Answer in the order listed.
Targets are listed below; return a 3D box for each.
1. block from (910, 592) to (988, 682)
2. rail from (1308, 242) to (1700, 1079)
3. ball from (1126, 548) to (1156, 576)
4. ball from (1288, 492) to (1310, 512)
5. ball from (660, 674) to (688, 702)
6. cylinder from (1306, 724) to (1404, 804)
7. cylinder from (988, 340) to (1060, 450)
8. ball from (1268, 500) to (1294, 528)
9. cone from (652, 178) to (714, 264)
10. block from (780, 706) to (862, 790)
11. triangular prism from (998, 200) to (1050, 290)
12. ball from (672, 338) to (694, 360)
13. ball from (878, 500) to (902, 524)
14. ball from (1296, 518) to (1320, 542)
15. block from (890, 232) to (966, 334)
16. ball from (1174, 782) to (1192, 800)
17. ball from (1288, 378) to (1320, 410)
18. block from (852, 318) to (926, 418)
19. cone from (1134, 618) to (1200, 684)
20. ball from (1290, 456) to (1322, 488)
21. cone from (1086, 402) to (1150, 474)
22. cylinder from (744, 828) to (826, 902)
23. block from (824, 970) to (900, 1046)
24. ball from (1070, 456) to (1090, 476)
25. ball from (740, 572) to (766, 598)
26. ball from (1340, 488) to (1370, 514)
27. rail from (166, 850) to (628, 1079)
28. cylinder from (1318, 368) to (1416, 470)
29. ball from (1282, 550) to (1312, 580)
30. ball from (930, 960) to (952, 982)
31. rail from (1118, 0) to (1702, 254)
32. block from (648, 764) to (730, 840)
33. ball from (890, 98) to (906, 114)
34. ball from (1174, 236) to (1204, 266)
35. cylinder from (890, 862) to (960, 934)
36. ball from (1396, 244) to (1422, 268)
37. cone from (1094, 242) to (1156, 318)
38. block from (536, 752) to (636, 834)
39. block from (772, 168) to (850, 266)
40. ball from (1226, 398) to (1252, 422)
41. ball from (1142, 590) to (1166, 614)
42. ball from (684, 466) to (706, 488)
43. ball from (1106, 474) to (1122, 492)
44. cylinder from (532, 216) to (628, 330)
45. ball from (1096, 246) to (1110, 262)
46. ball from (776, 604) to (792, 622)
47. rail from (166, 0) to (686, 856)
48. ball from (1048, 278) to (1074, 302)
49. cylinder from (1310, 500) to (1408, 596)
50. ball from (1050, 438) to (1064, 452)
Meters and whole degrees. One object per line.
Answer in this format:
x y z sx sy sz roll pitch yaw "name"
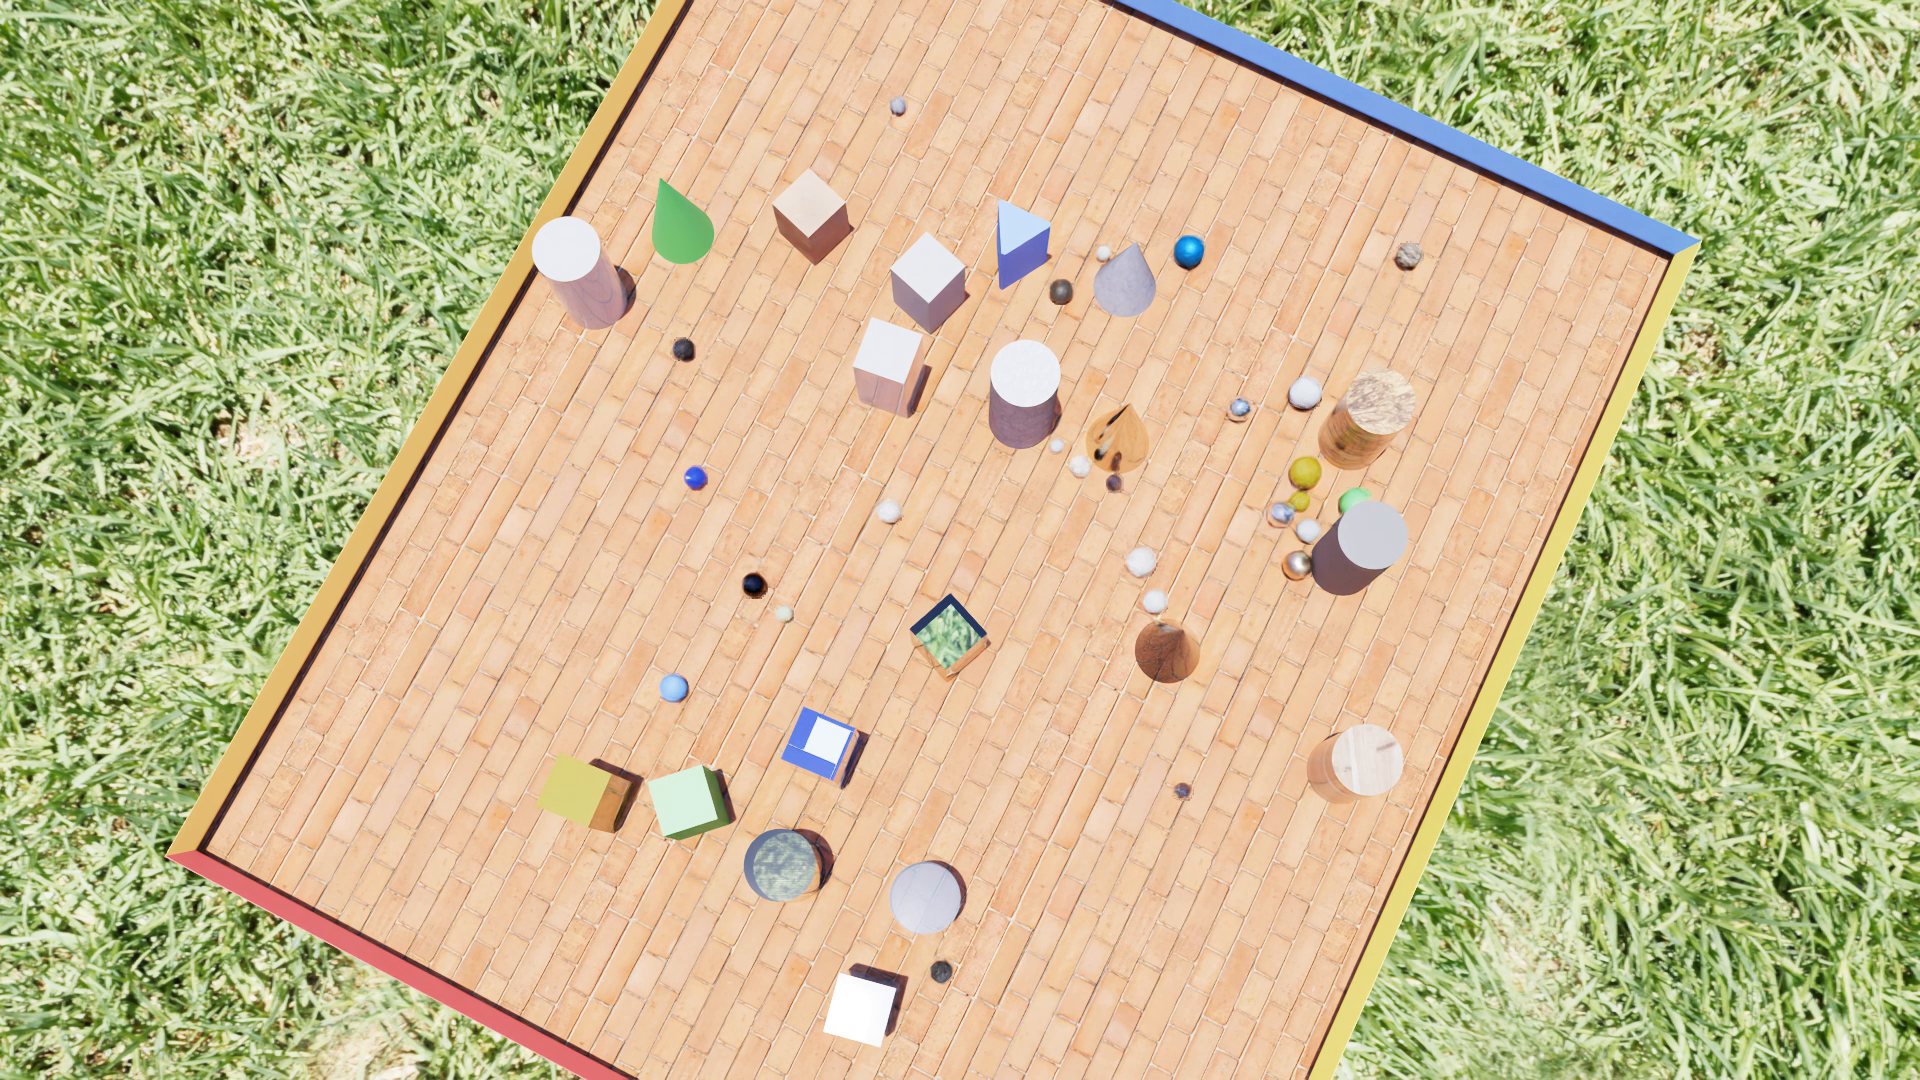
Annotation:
-0.033 0.291 5.404 0.159 0.298 0.159 -41 81 -8 "block"
1.442 0.713 5.402 0.045 0.129 3.738 26 80 5 "rail"
0.548 0.067 5.558 0.088 0.088 0.088 0 78 0 "ball"
1.038 -0.119 5.610 0.062 0.062 0.062 0 78 0 "ball"
-0.858 0.445 5.483 0.083 0.083 0.083 0 78 0 "ball"
1.134 0.650 5.286 0.199 0.385 0.199 0 78 0 "cylinder"
0.187 -0.427 5.459 0.199 0.481 0.199 0 78 0 "cylinder"
0.979 -0.080 5.590 0.084 0.084 0.084 0 78 0 "ball"
-0.879 -1.016 5.593 0.199 0.459 0.199 0 78 0 "cone"
-0.396 0.606 5.301 0.159 0.372 0.159 22 79 4 "block"
0.160 -0.929 5.649 0.172 0.313 0.149 -33 80 -6 "triangular prism"
-0.860 -0.594 5.704 0.069 0.069 0.069 0 78 0 "ball"
-0.216 -0.087 5.598 0.073 0.073 0.073 0 78 0 "ball"
1.061 -0.029 5.585 0.073 0.073 0.073 0 78 0 "ball"
-0.096 -0.784 5.622 0.159 0.306 0.159 43 81 8 "block"
0.660 0.744 5.436 0.052 0.052 0.052 0 78 0 "ball"
1.064 -0.453 5.660 0.099 0.099 0.099 0 78 0 "ball"
-0.211 -0.514 5.529 0.159 0.380 0.159 19 79 4 "block"
0.628 0.294 5.346 0.199 0.410 0.199 0 78 0 "cone"
1.059 -0.207 5.609 0.098 0.098 0.098 0 78 0 "ball"
0.488 -0.347 5.458 0.199 0.452 0.199 0 78 0 "cone"
-0.496 0.933 5.227 0.199 0.385 0.199 0 78 0 "cylinder"
-0.271 1.309 5.144 0.159 0.395 0.159 15 79 3 "block"
0.369 -0.225 5.631 0.063 0.063 0.063 0 78 0 "ball"
-0.625 0.136 5.549 0.077 0.077 0.077 0 78 0 "ball"
1.206 -0.112 5.591 0.095 0.095 0.095 0 78 0 "ball"
-0.825 1.623 5.214 3.271 0.129 0.045 26 80 5 "rail"
1.208 -0.355 5.470 0.199 0.432 0.199 0 78 0 "cylinder"
1.024 0.075 5.555 0.089 0.089 0.089 0 78 0 "ball"
-0.056 1.254 5.325 0.063 0.063 0.063 0 78 0 "ball"
0.825 -1.609 5.883 3.271 0.129 0.045 26 80 5 "rail"
-0.782 0.764 5.307 0.159 0.298 0.159 -18 79 -4 "block"
-0.199 -1.393 5.878 0.053 0.053 0.053 0 78 0 "ball"
0.719 -0.907 5.756 0.095 0.095 0.095 0 78 0 "ball"
-0.097 1.027 5.249 0.199 0.303 0.199 0 78 0 "cylinder"
1.410 -0.893 5.762 0.077 0.077 0.077 0 78 0 "ball"
0.519 -0.838 5.585 0.199 0.402 0.199 0 78 0 "cone"
-1.070 0.731 5.267 0.159 0.389 0.159 22 79 4 "block"
-0.461 -1.001 5.697 0.159 0.248 0.159 44 82 8 "block"
0.862 -0.404 5.662 0.075 0.075 0.075 0 78 0 "ball"
0.588 0.186 5.541 0.074 0.074 0.074 0 78 0 "ball"
-0.813 -0.191 5.621 0.068 0.068 0.068 0 78 0 "ball"
0.473 -0.175 5.626 0.053 0.053 0.053 0 78 0 "ball"
-1.147 -0.802 5.554 0.199 0.448 0.199 0 78 0 "cylinder"
0.451 -0.902 5.780 0.046 0.046 0.046 0 78 0 "ball"
-0.532 0.223 5.543 0.053 0.053 0.053 0 78 0 "ball"
-1.442 -0.699 5.694 0.045 0.129 3.738 26 80 5 "rail"
0.317 -0.781 5.739 0.077 0.077 0.077 0 78 0 "ball"
1.167 0.029 5.389 0.199 0.433 0.199 0 78 0 "cylinder"
0.301 -0.292 5.655 0.043 0.043 0.043 0 78 0 "ball"
